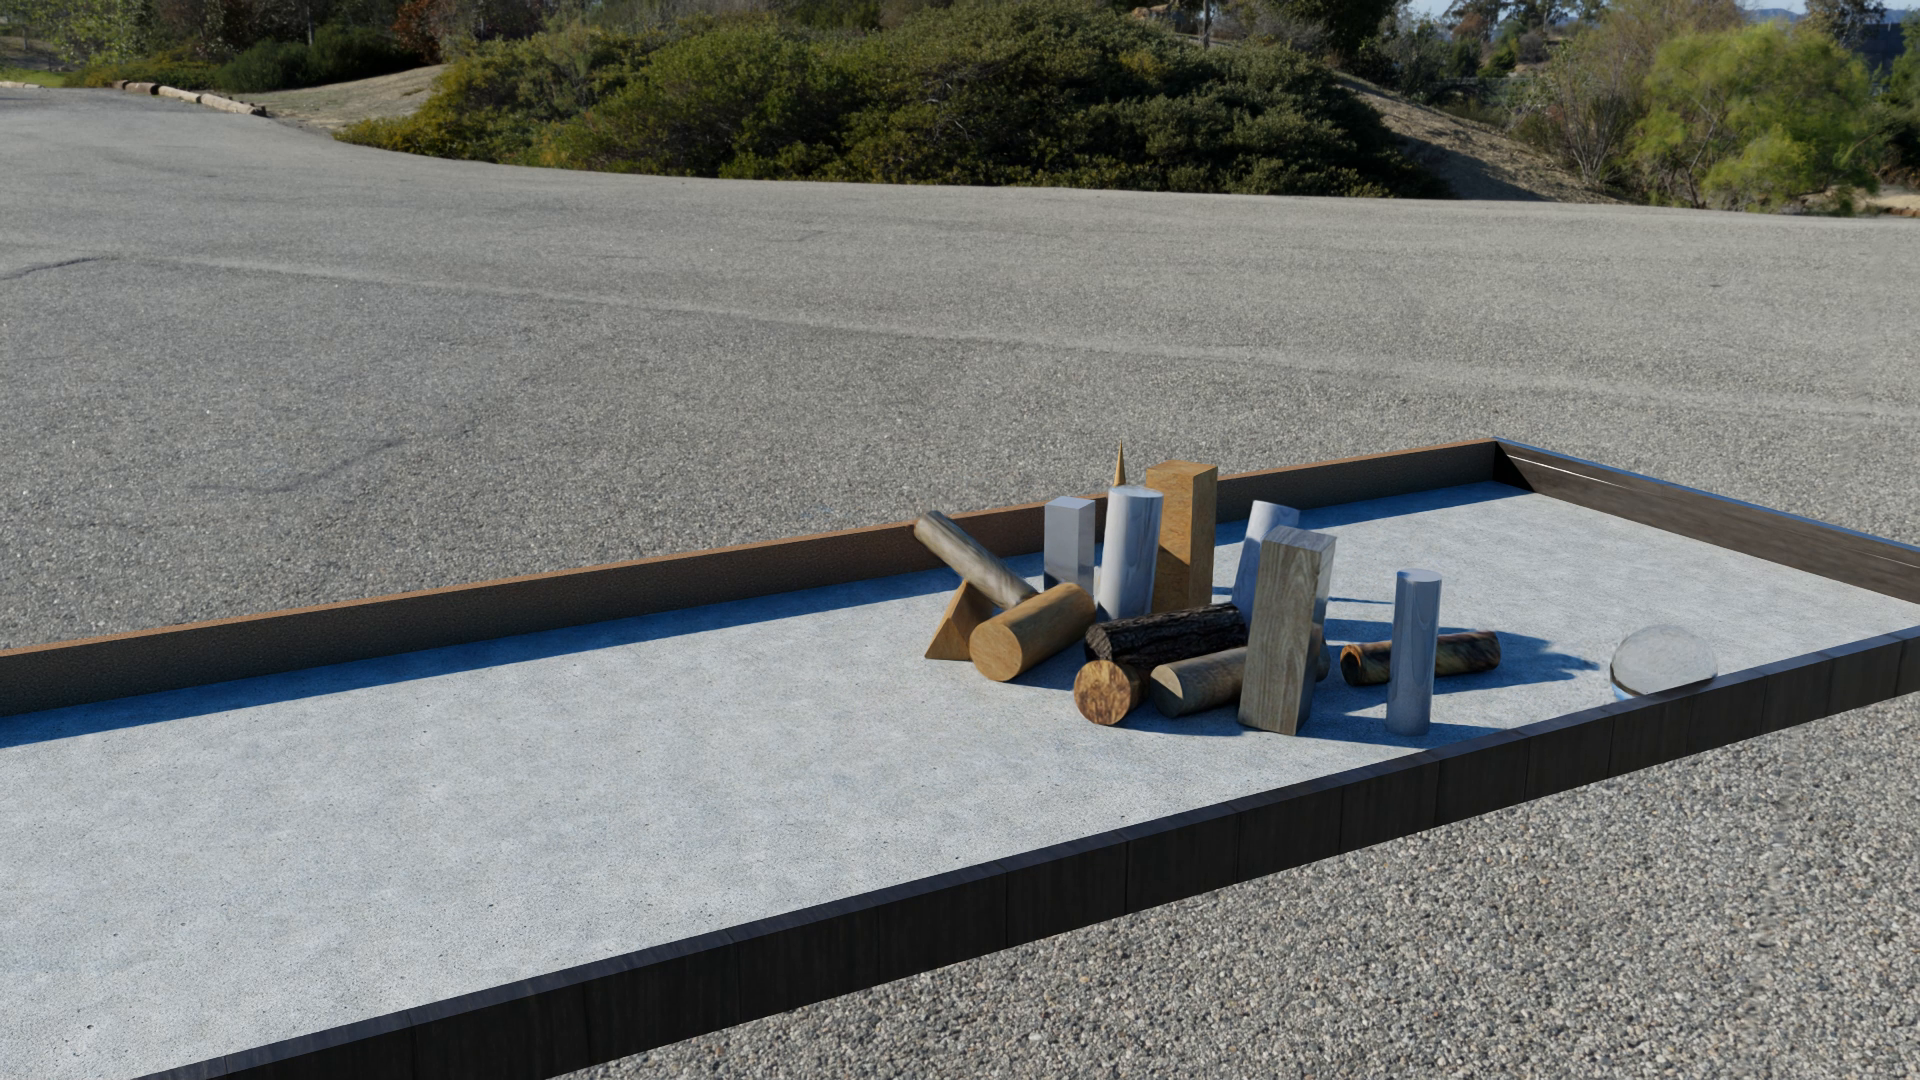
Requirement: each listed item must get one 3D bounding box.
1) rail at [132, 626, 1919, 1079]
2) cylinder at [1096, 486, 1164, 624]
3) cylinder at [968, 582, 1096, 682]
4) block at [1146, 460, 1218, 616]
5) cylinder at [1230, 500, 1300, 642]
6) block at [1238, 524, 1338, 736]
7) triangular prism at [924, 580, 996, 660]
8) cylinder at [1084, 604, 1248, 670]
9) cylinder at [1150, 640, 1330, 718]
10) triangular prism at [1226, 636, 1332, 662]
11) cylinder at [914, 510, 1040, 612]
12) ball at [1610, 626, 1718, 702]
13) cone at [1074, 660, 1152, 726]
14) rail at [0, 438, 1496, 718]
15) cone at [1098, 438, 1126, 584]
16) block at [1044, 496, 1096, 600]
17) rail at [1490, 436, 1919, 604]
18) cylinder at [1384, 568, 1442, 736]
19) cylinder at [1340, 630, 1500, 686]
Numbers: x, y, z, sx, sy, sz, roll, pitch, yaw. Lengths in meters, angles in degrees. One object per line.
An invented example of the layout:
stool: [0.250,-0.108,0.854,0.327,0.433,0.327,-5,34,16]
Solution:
rail: [-2.336,1.006,1.665,12.000,0.150,0.050,-9,18,-27]
cylinder: [0.446,0.072,4.361,0.144,0.411,0.144,4,13,-1]
cylinder: [0.193,0.234,4.277,0.157,0.157,0.378,11,19,32]
block: [0.607,0.009,4.558,0.142,0.431,0.142,11,20,34]
cylinder: [0.797,0.089,4.359,0.125,0.369,0.125,13,0,0]
block: [0.757,0.210,3.823,0.138,0.452,0.138,13,20,23]
triangular prism: [0.005,0.191,4.494,0.129,0.112,0.458,2,17,8]
cylinder: [0.527,0.259,4.216,0.397,0.144,0.144,-7,18,-24]
cylinder: [0.685,0.326,4.020,0.459,0.128,0.128,-9,19,-29]
triangular prism: [0.803,0.288,4.222,0.316,0.083,0.095,-10,19,-31]
cylinder: [0.048,0.071,4.552,0.100,0.100,0.434,-14,41,-40]
ball: [1.646,0.317,3.858,0.235,0.235,0.235,0,16,0]
cone: [0.442,0.350,4.028,0.154,0.154,0.385,11,8,34]
rail: [-3.305,0.497,3.399,12.000,0.150,0.050,-9,18,-27]
cone: [0.468,-0.085,4.852,0.113,0.447,0.113,0,16,0]
block: [0.306,0.050,4.611,0.104,0.323,0.104,9,19,29]
rail: [2.466,-0.048,5.253,0.050,0.150,2.100,-9,18,-27]
cylinder: [1.046,0.260,3.805,0.101,0.376,0.101,0,16,0]
cylinder: [1.164,0.296,4.167,0.396,0.102,0.102,-5,17,-16]
